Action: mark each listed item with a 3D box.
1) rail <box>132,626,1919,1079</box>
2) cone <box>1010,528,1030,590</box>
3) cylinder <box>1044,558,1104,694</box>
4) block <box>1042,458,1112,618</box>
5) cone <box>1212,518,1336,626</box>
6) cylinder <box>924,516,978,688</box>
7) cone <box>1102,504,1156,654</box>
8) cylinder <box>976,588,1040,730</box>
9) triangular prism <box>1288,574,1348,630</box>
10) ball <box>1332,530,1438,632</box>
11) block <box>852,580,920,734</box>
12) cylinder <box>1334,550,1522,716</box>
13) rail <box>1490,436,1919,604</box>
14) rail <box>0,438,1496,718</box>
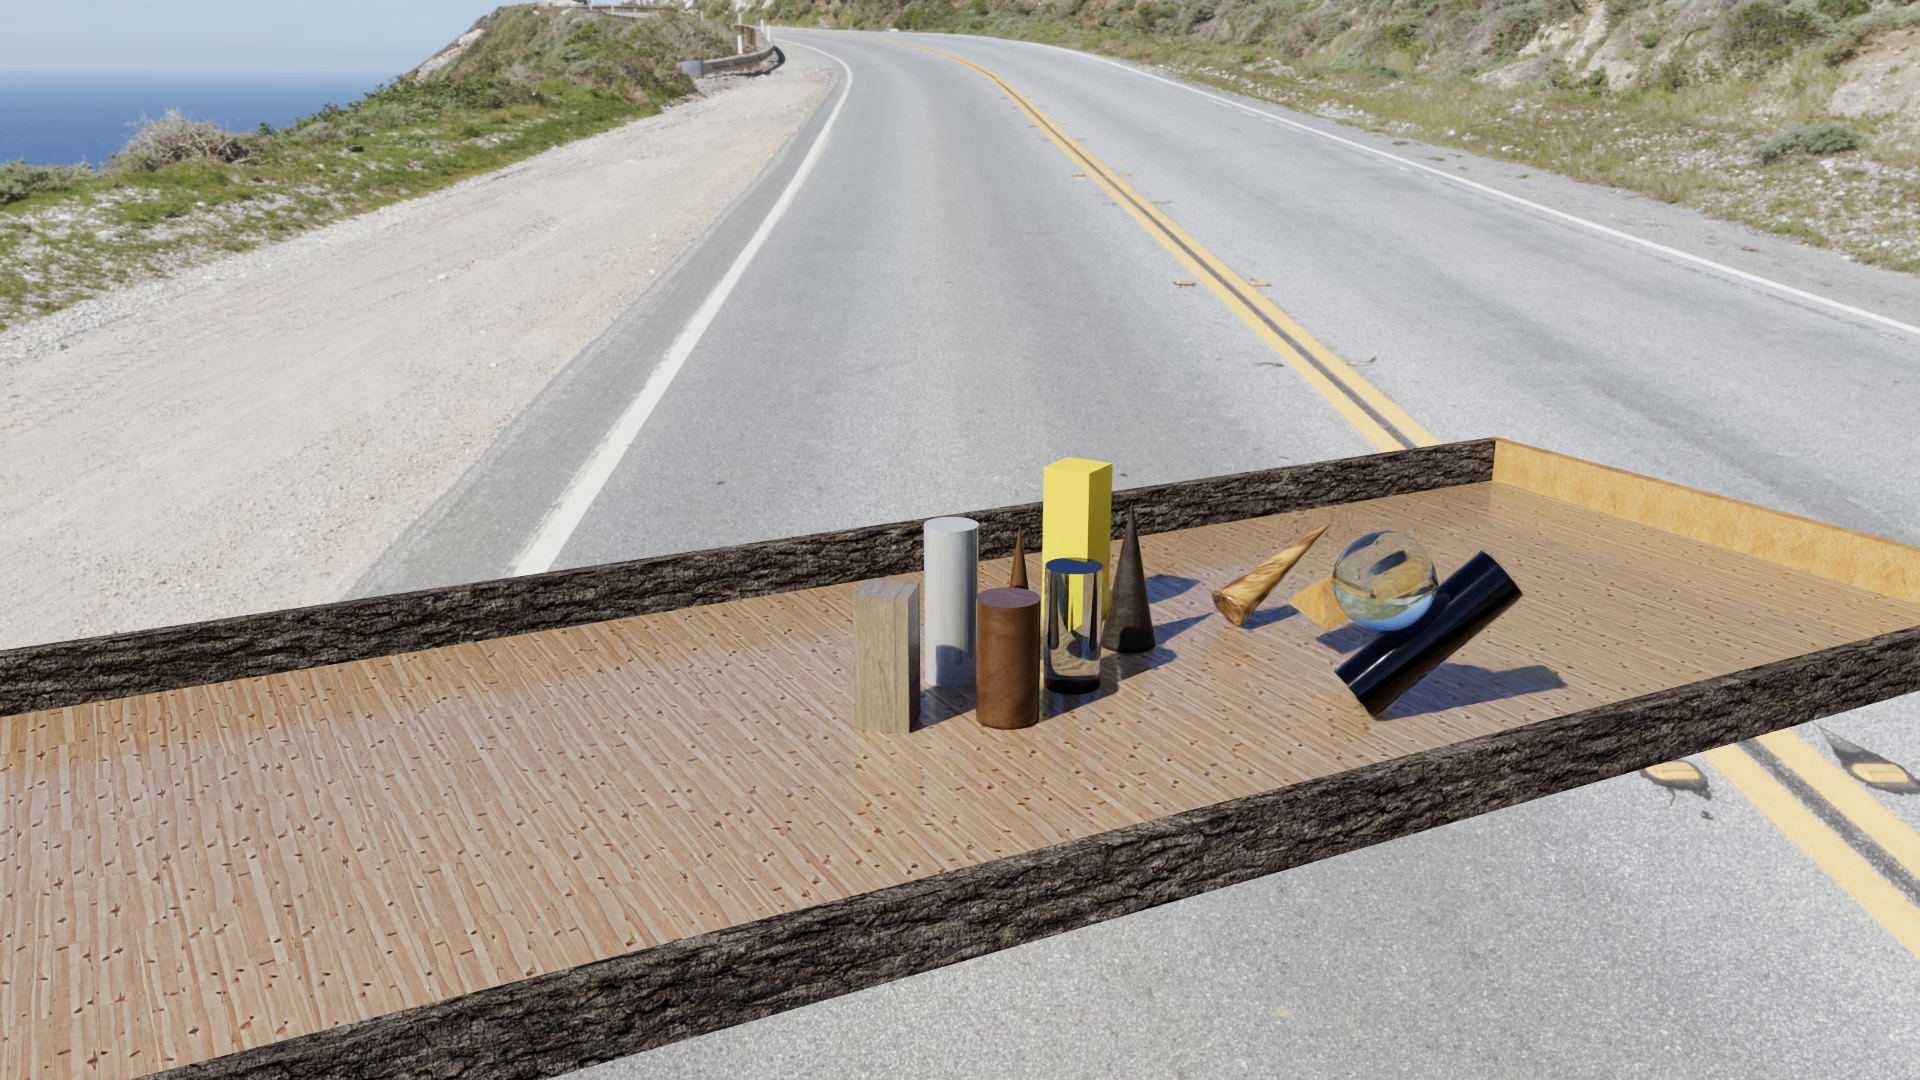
[{"bbox_3d":[-2.336,1.006,1.665,12.000,0.150,0.050,-9,18,-27],"label":"rail"},{"bbox_3d":[0.157,0.117,4.359,0.101,0.338,0.101,0,16,0],"label":"cone"},{"bbox_3d":[0.280,0.212,4.085,0.143,0.310,0.143,0,16,0],"label":"cylinder"},{"bbox_3d":[0.324,0.004,4.572,0.138,0.434,0.138,10,19,30],"label":"block"},{"bbox_3d":[0.895,0.063,4.577,0.428,0.117,0.117,-38,30,-16],"label":"cone"},{"bbox_3d":[-0.022,0.155,4.113,0.136,0.403,0.136,0,16,0],"label":"cylinder"},{"bbox_3d":[0.449,0.086,4.354,0.147,0.399,0.147,0,16,0],"label":"cone"},{"bbox_3d":[0.112,0.278,3.877,0.151,0.301,0.151,0,16,0],"label":"cylinder"},{"bbox_3d":[1.045,0.090,4.361,0.367,0.117,0.135,-25,50,-36],"label":"triangular prism"},{"bbox_3d":[0.982,0.096,3.817,0.235,0.235,0.235,0,16,0],"label":"ball"},{"bbox_3d":[-0.169,0.271,3.852,0.129,0.328,0.129,3,17,10],"label":"block"},{"bbox_3d":[1.103,0.223,3.892,0.444,0.143,0.143,-40,16,6],"label":"cylinder"},{"bbox_3d":[2.466,-0.048,5.253,0.050,0.150,2.100,-9,18,-27],"label":"rail"},{"bbox_3d":[-3.305,0.497,3.399,12.000,0.150,0.050,-9,18,-27],"label":"rail"}]
